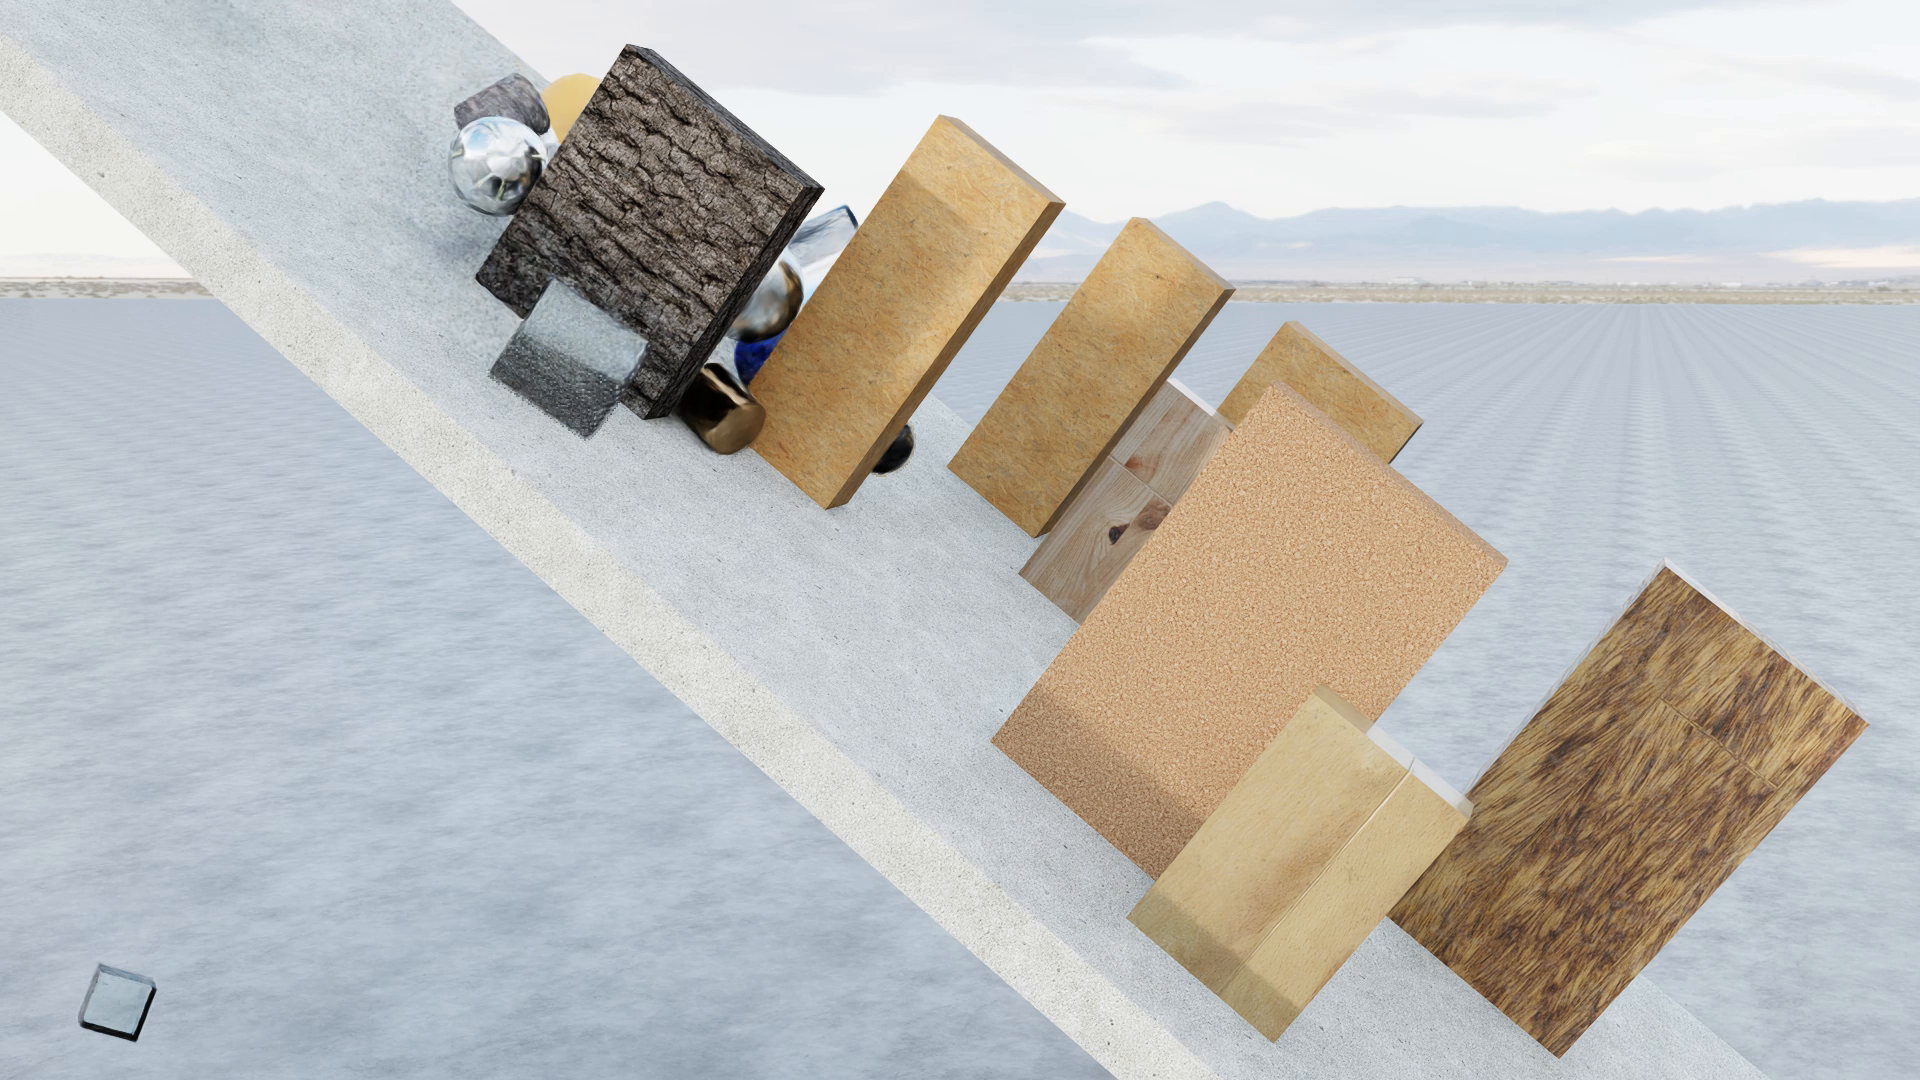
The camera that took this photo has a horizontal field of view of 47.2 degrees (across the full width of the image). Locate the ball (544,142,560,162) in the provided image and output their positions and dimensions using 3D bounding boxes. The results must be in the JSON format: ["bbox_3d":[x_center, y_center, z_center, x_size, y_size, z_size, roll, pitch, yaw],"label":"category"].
[{"bbox_3d":[-0.745,-0.645,4.005,0.155,0.155,0.155,0,7,0],"label":"ball"}]

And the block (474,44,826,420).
[{"bbox_3d":[-0.526,-0.515,3.701,0.390,0.483,0.101,40,16,9],"label":"block"}]

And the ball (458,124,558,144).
[{"bbox_3d":[-0.854,-0.733,4.153,0.193,0.193,0.193,0,7,0],"label":"ball"}]

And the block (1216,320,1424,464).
[{"bbox_3d":[0.616,-0.087,4.587,0.339,0.668,0.149,40,16,9],"label":"block"}]

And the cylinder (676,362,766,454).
[{"bbox_3d":[-0.415,-0.227,3.804,0.114,0.114,0.114,-8,45,-49],"label":"cylinder"}]

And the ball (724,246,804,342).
[{"bbox_3d":[-0.370,-0.444,3.859,0.194,0.194,0.194,0,7,0],"label":"ball"}]

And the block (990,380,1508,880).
[{"bbox_3d":[0.435,0.173,3.377,0.435,0.715,0.103,40,16,9],"label":"block"}]

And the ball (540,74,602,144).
[{"bbox_3d":[-0.810,-0.896,4.698,0.197,0.197,0.197,0,7,0],"label":"ball"}]

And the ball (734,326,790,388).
[{"bbox_3d":[-0.358,-0.347,4.201,0.147,0.147,0.147,0,7,0],"label":"ball"}]

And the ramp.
[{"bbox_3d":[-0.044,0.101,4.060,4.000,0.100,2.000,40,16,9],"label":"ramp"}]

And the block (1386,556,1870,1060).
[{"bbox_3d":[1.157,0.477,3.903,0.423,0.800,0.132,40,16,9],"label":"block"}]

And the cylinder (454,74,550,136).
[{"bbox_3d":[-0.813,-0.749,3.908,0.118,0.118,0.118,-38,26,-27],"label":"cylinder"}]

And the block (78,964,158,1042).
[{"bbox_3d":[-1.979,1.086,5.164,0.130,0.130,0.130,23,-9,-23],"label":"block"}]

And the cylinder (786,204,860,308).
[{"bbox_3d":[-0.258,-0.539,4.206,0.157,0.157,0.157,-25,10,-5],"label":"cylinder"}]

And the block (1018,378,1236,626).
[{"bbox_3d":[0.385,-0.025,4.261,0.315,0.482,0.085,40,16,9],"label":"block"}]

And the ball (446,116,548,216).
[{"bbox_3d":[-0.785,-0.635,3.739,0.169,0.169,0.169,0,7,0],"label":"ball"}]

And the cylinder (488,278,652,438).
[{"bbox_3d":[-0.607,-0.282,3.422,0.180,0.180,0.180,34,-1,-14],"label":"cylinder"}]

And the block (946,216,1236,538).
[{"bbox_3d":[0.271,-0.336,4.585,0.241,0.652,0.134,40,16,9],"label":"block"}]

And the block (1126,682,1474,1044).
[{"bbox_3d":[0.488,0.465,3.174,0.276,0.439,0.095,40,16,9],"label":"block"}]

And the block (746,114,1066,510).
[{"bbox_3d":[-0.120,-0.397,3.879,0.247,0.675,0.115,40,16,9],"label":"block"}]

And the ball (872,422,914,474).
[{"bbox_3d":[-0.153,-0.191,4.234,0.128,0.128,0.128,0,7,0],"label":"ball"}]
